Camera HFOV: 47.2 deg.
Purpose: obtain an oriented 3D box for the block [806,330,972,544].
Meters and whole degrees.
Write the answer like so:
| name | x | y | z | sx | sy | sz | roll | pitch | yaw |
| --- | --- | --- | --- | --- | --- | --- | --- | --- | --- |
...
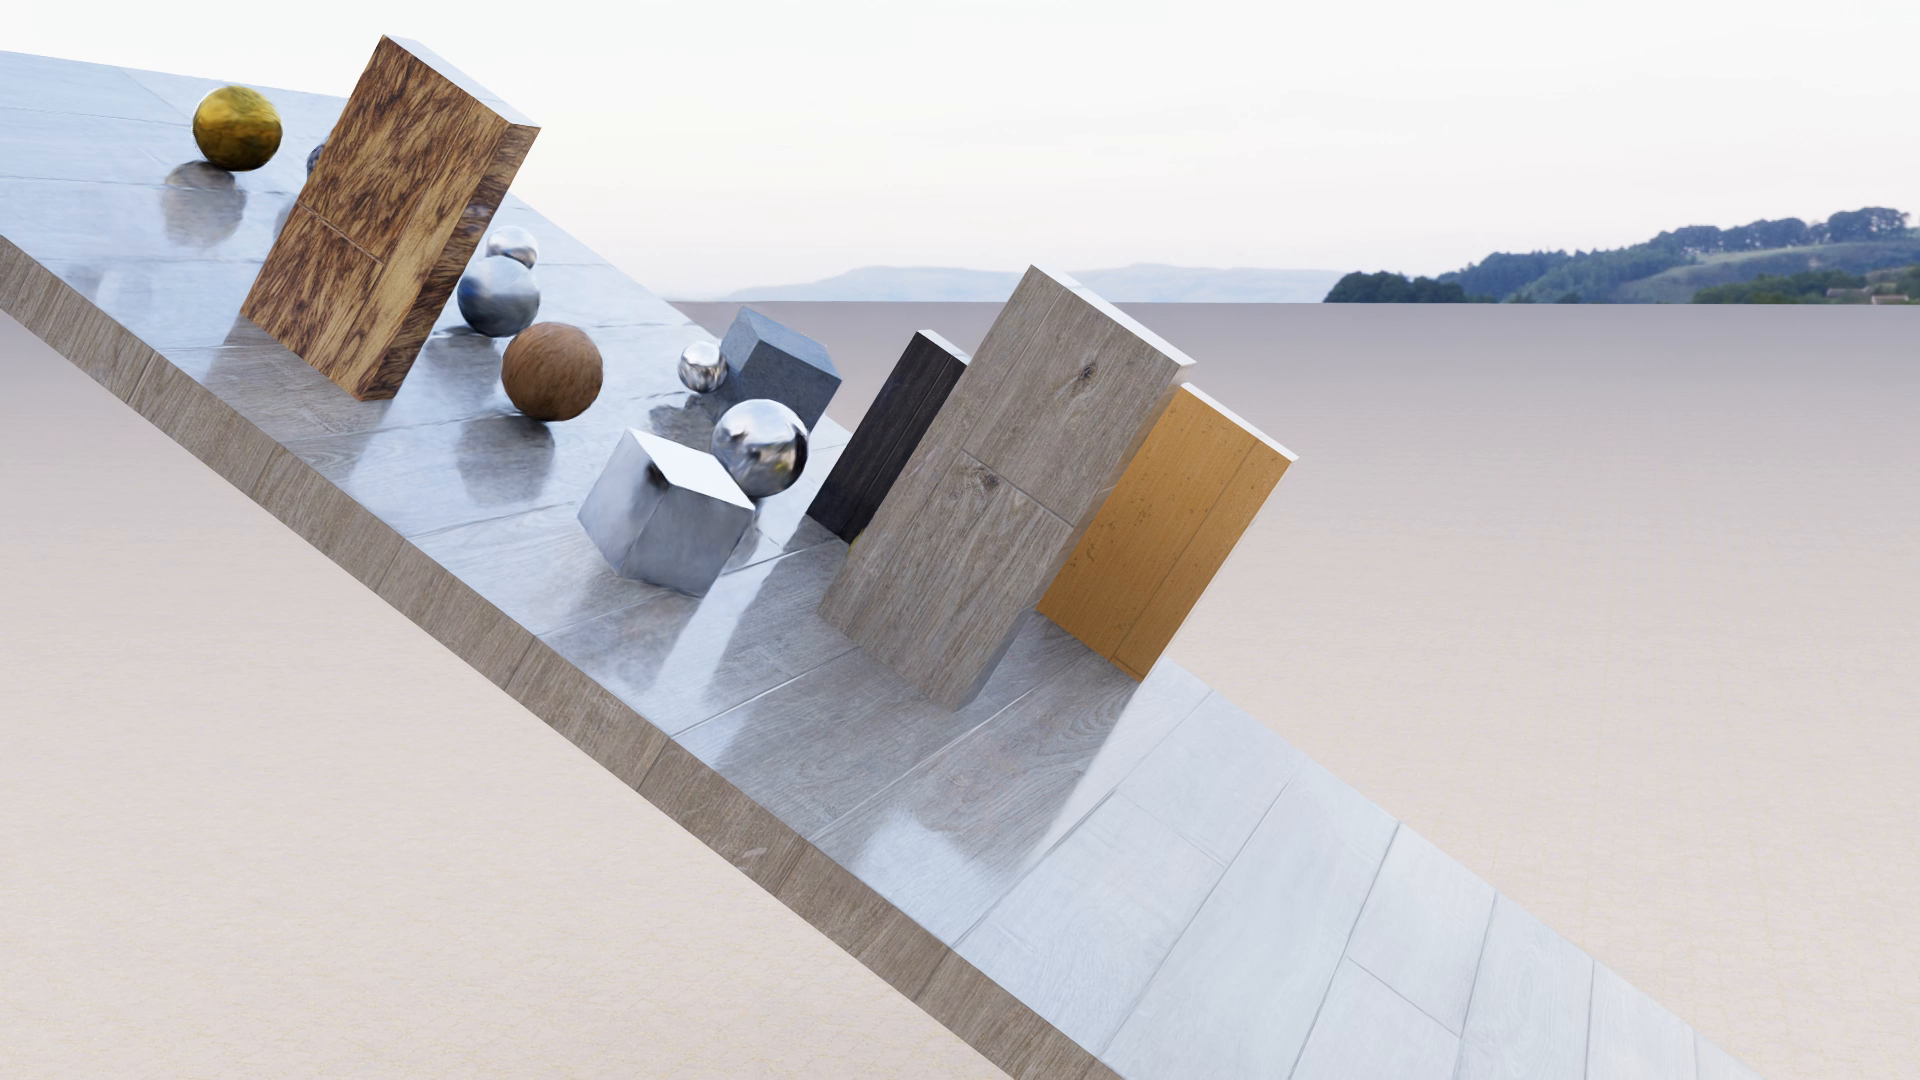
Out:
| name | x | y | z | sx | sy | sz | roll | pitch | yaw |
| --- | --- | --- | --- | --- | --- | --- | --- | --- | --- |
| block | -0.034 | -0.130 | 4.363 | 0.374 | 0.436 | 0.089 | 35 | 15 | 10 |

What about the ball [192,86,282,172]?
| name | x | y | z | sx | sy | sz | roll | pitch | yaw |
| --- | --- | --- | --- | --- | --- | --- | --- | --- | --- |
| ball | -1.392 | -0.792 | 4.241 | 0.164 | 0.164 | 0.164 | 0 | 7 | 0 |

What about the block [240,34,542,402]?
| name | x | y | z | sx | sy | sz | roll | pitch | yaw |
| --- | --- | --- | --- | --- | --- | --- | --- | --- | --- |
| block | -0.937 | -0.524 | 3.607 | 0.268 | 0.529 | 0.103 | 35 | 15 | 10 |

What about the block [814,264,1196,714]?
| name | x | y | z | sx | sy | sz | roll | pitch | yaw |
| --- | --- | --- | --- | --- | --- | --- | --- | --- | --- |
| block | 0.074 | -0.090 | 3.871 | 0.311 | 0.736 | 0.136 | 35 | 15 | 10 |

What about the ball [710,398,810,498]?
| name | x | y | z | sx | sy | sz | roll | pitch | yaw |
| --- | --- | --- | --- | --- | --- | --- | --- | --- | --- |
| ball | -0.388 | -0.179 | 4.275 | 0.192 | 0.192 | 0.192 | 0 | 7 | 0 |

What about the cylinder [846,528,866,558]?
| name | x | y | z | sx | sy | sz | roll | pitch | yaw |
| --- | --- | --- | --- | --- | --- | --- | --- | --- | --- |
| cylinder | -0.109 | 0.057 | 4.131 | 0.153 | 0.153 | 0.153 | -6 | 46 | -41 |

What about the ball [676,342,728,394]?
| name | x | y | z | sx | sy | sz | roll | pitch | yaw |
| --- | --- | --- | --- | --- | --- | --- | --- | --- | --- |
| ball | -0.539 | -0.361 | 4.606 | 0.107 | 0.107 | 0.107 | 0 | 7 | 0 |

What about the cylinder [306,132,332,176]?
| name | x | y | z | sx | sy | sz | roll | pitch | yaw |
| --- | --- | --- | --- | --- | --- | --- | --- | --- | --- |
| cylinder | -1.232 | -0.766 | 4.460 | 0.143 | 0.143 | 0.143 | 1 | 30 | 6 |

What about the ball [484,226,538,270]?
| name | x | y | z | sx | sy | sz | roll | pitch | yaw |
| --- | --- | --- | --- | --- | --- | --- | --- | --- | --- |
| ball | -0.951 | -0.611 | 4.661 | 0.111 | 0.111 | 0.111 | 0 | 7 | 0 |

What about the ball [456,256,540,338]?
| name | x | y | z | sx | sy | sz | roll | pitch | yaw |
| --- | --- | --- | --- | --- | --- | --- | --- | --- | --- |
| ball | -0.890 | -0.468 | 4.242 | 0.158 | 0.158 | 0.158 | 0 | 7 | 0 |

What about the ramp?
| name | x | y | z | sx | sy | sz | roll | pitch | yaw |
| --- | --- | --- | --- | --- | --- | --- | --- | --- | --- |
| ramp | -0.131 | 0.220 | 4.101 | 4.000 | 0.100 | 2.000 | 35 | 15 | 10 |

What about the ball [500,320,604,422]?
| name | x | y | z | sx | sy | sz | roll | pitch | yaw |
| --- | --- | --- | --- | --- | --- | --- | --- | --- | --- |
| ball | -0.738 | -0.305 | 3.985 | 0.184 | 0.184 | 0.184 | 0 | 7 | 0 |

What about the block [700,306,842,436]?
| name | x | y | z | sx | sy | sz | roll | pitch | yaw |
| --- | --- | --- | --- | --- | --- | --- | --- | --- | --- |
| block | -0.409 | -0.336 | 4.702 | 0.205 | 0.205 | 0.205 | 25 | 17 | -25 |

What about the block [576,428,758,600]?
| name | x | y | z | sx | sy | sz | roll | pitch | yaw |
| --- | --- | --- | --- | --- | --- | --- | --- | --- | --- |
| block | -0.490 | -0.044 | 3.665 | 0.182 | 0.182 | 0.182 | 19 | 20 | -42 |

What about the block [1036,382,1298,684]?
| name | x | y | z | sx | sy | sz | roll | pitch | yaw |
| --- | --- | --- | --- | --- | --- | --- | --- | --- | --- |
| block | 0.436 | -0.015 | 4.674 | 0.283 | 0.574 | 0.103 | 35 | 15 | 10 |
